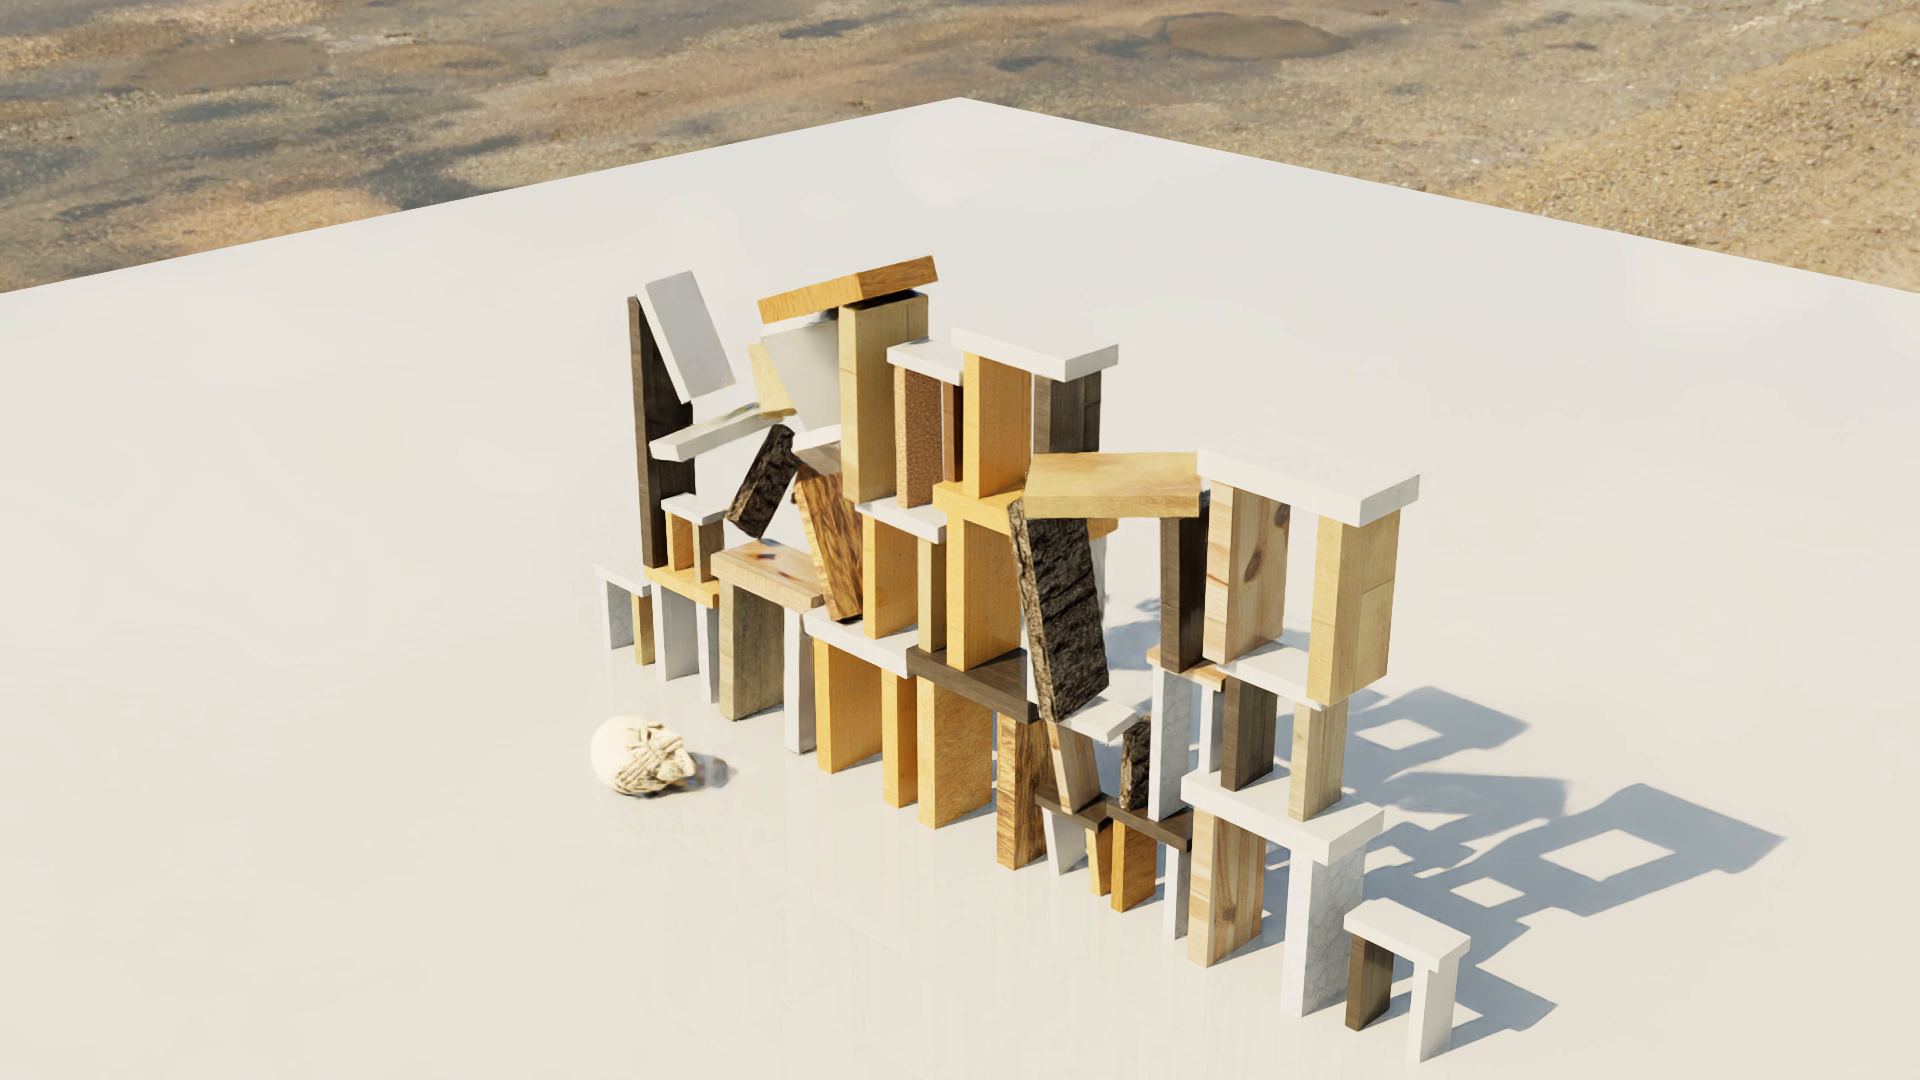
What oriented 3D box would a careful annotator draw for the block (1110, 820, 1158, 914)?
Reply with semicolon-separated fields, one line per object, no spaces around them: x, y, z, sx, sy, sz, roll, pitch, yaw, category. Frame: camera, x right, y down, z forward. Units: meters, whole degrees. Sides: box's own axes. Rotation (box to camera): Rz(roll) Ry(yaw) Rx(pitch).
0.327;0.594;4.117;0.027;0.192;0.096;21;31;41;block

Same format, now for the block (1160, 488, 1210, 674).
0.410;0.070;3.800;0.042;0.295;0.148;21;34;40;block

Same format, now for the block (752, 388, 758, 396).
-0.375;-0.304;4.783;0.094;0.027;0.187;23;4;13;block

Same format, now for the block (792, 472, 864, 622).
-0.237;0.009;4.499;0.135;0.289;0.038;-15;-2;-32;block

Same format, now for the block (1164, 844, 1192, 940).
0.417;0.629;4.033;0.027;0.192;0.096;21;31;41;block

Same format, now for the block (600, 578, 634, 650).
-0.795;0.159;5.155;0.025;0.180;0.090;21;31;41;block

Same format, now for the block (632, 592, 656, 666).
-0.710;0.193;5.077;0.025;0.180;0.090;21;31;41;block

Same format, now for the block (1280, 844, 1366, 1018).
0.631;0.654;3.814;0.045;0.317;0.158;21;31;41;block

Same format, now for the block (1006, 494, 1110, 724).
0.178;0.104;3.910;0.042;0.437;0.148;17;38;41;block

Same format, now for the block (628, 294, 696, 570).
-0.650;-0.244;4.834;0.130;0.622;0.037;-21;31;-41;block

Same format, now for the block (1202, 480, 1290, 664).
0.485;0.033;3.704;0.046;0.323;0.162;21;31;41;block

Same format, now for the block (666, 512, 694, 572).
-0.617;-0.007;4.892;0.020;0.141;0.071;21;31;41;block

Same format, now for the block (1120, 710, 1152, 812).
0.330;0.405;4.030;0.024;0.167;0.084;20;30;37;block

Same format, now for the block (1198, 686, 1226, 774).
0.458;0.320;3.868;0.024;0.166;0.083;21;31;41;block

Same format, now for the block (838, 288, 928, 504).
-0.145;-0.278;4.262;0.180;0.388;0.051;-19;29;-37;block

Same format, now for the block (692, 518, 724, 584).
-0.551;0.019;4.831;0.020;0.141;0.071;21;31;41;block

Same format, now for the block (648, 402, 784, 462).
-0.522;-0.233;4.723;0.261;0.037;0.131;-24;17;-29;block

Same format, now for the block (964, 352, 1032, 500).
0.069;-0.227;4.049;0.139;0.278;0.039;-21;31;-41;block

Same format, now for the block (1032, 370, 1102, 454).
0.190;-0.175;3.926;0.039;0.278;0.139;20;30;39;block

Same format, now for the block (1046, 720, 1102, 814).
0.212;0.402;4.081;0.084;0.204;0.024;-32;33;-35;block

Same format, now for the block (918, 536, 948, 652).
-0.026;0.089;4.285;0.119;0.238;0.034;-21;32;-41;block

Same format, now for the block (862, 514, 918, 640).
-0.138;0.057;4.394;0.119;0.265;0.034;-21;32;-41;block

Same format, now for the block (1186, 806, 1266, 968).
0.482;0.595;3.952;0.045;0.317;0.158;21;31;41;block

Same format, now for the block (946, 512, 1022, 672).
0.048;0.077;4.211;0.159;0.319;0.045;-21;31;-41;block

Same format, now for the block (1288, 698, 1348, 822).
0.605;0.357;3.713;0.031;0.219;0.109;21;31;41;block

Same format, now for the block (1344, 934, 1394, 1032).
0.705;0.741;3.774;0.027;0.188;0.094;21;31;41;block

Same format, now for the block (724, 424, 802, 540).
-0.420;-0.128;4.792;0.033;0.236;0.118;22;-11;27;block

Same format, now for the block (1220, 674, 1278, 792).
0.502;0.317;3.808;0.031;0.219;0.109;21;31;40;block

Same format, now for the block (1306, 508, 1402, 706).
0.638;0.092;3.564;0.046;0.323;0.162;21;31;41;block

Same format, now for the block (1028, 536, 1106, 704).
0.198;0.136;4.073;0.159;0.319;0.045;-21;31;-41;block

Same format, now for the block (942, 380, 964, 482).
0.013;-0.215;4.125;0.098;0.195;0.028;-21;30;-41;block

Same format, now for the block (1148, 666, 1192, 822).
0.380;0.355;3.967;0.024;0.309;0.083;21;31;40;block

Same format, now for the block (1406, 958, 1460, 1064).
0.794;0.775;3.692;0.027;0.188;0.094;21;31;41;block

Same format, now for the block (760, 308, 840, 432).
-0.256;-0.304;4.556;0.180;0.359;0.051;-10;34;23;block

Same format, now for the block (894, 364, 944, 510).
-0.078;-0.208;4.226;0.098;0.287;0.028;-21;30;-40;block
